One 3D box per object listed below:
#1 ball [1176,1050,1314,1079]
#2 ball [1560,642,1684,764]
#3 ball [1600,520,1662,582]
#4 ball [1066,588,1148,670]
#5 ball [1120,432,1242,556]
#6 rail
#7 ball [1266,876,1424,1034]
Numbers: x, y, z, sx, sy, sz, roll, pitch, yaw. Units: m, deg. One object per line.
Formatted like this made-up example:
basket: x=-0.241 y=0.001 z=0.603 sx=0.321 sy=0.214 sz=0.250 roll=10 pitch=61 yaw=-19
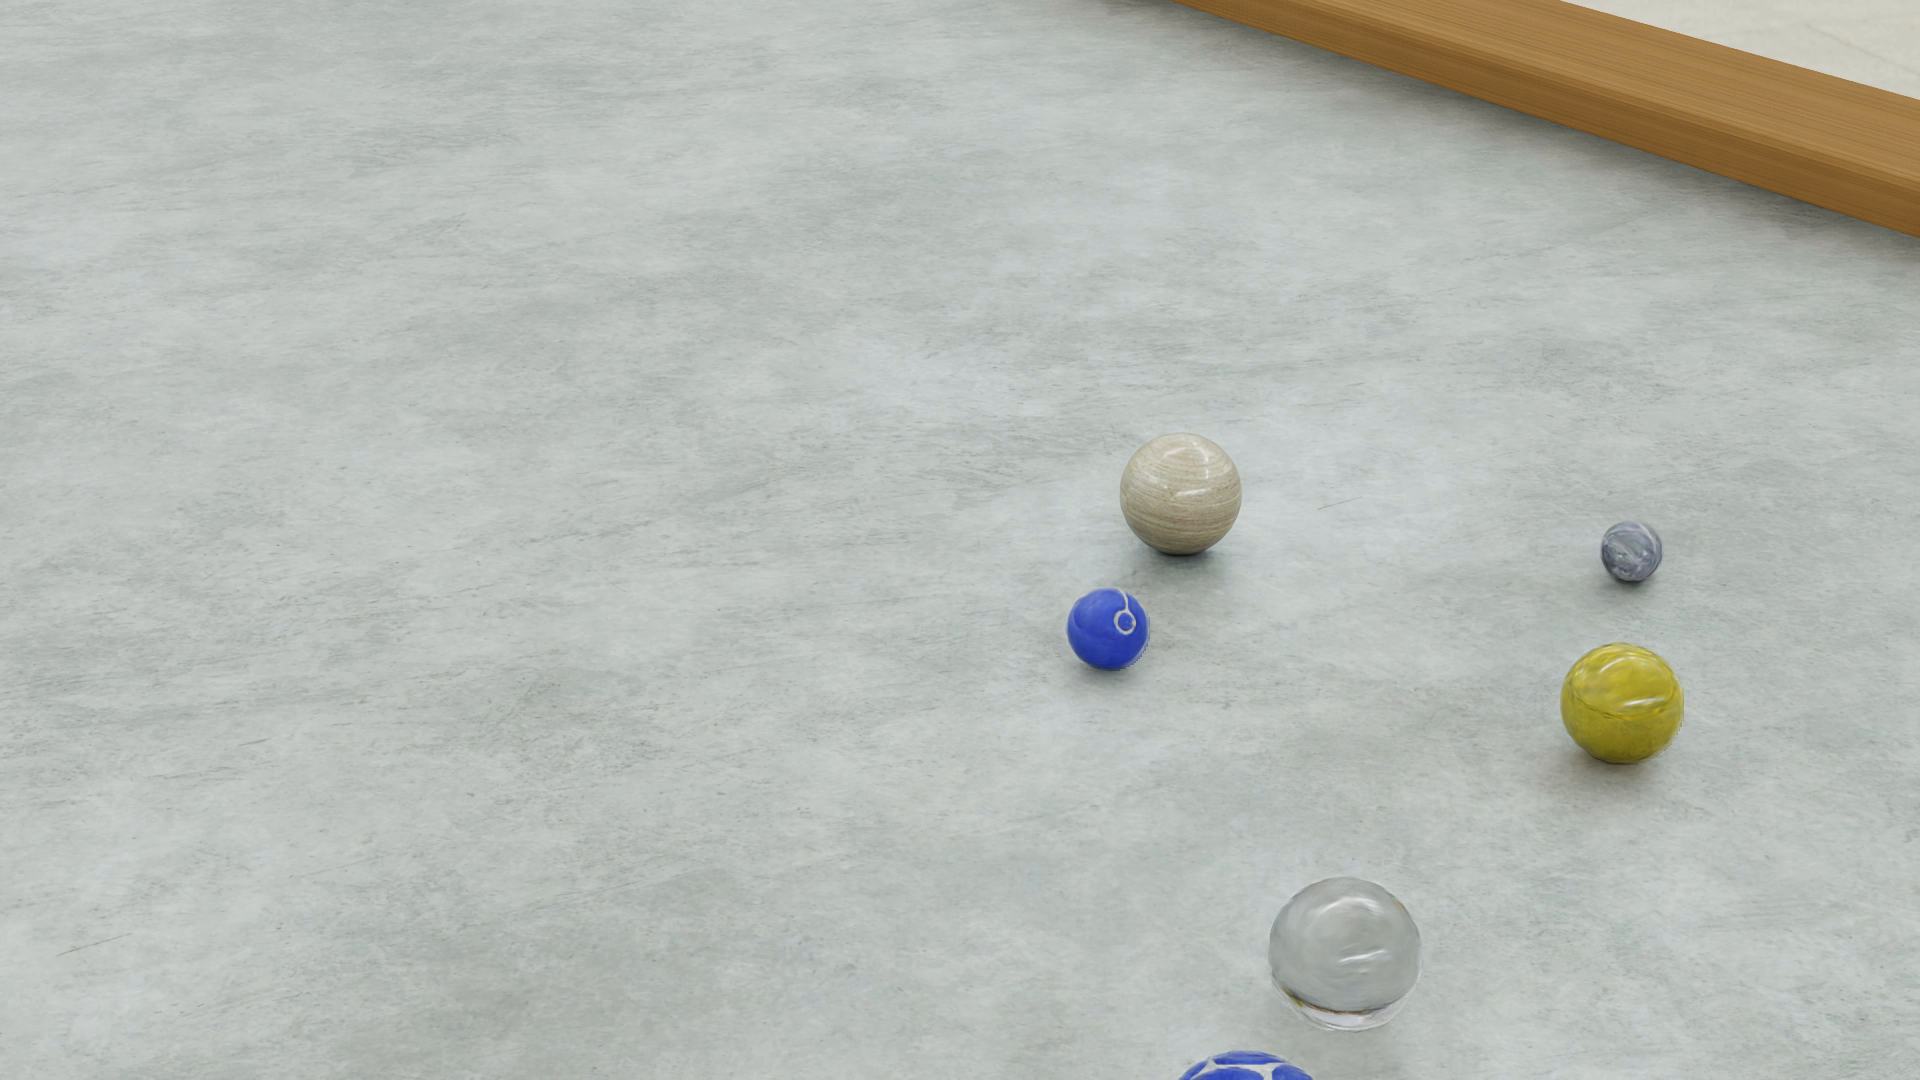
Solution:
ball: x=0.141 y=0.300 z=1.454 sx=0.095 sy=0.095 sz=0.095 roll=0 pitch=25 yaw=0
ball: x=0.424 y=0.105 z=1.886 sx=0.077 sy=0.077 sz=0.077 roll=0 pitch=25 yaw=0
ball: x=0.486 y=0.008 z=2.127 sx=0.044 sy=0.044 sz=0.044 roll=0 pitch=25 yaw=0
ball: x=0.100 y=0.060 z=2.004 sx=0.056 sy=0.056 sz=0.056 roll=0 pitch=25 yaw=0
ball: x=0.162 y=-0.034 z=2.161 sx=0.090 sy=0.090 sz=0.090 roll=0 pitch=25 yaw=0
rail: x=0.286 y=-0.681 z=3.473 sx=0.045 sy=0.129 sz=4.134 roll=-18 pitch=31 yaw=-33
ball: x=0.212 y=0.228 z=1.617 sx=0.086 sy=0.086 sz=0.086 roll=0 pitch=25 yaw=0
